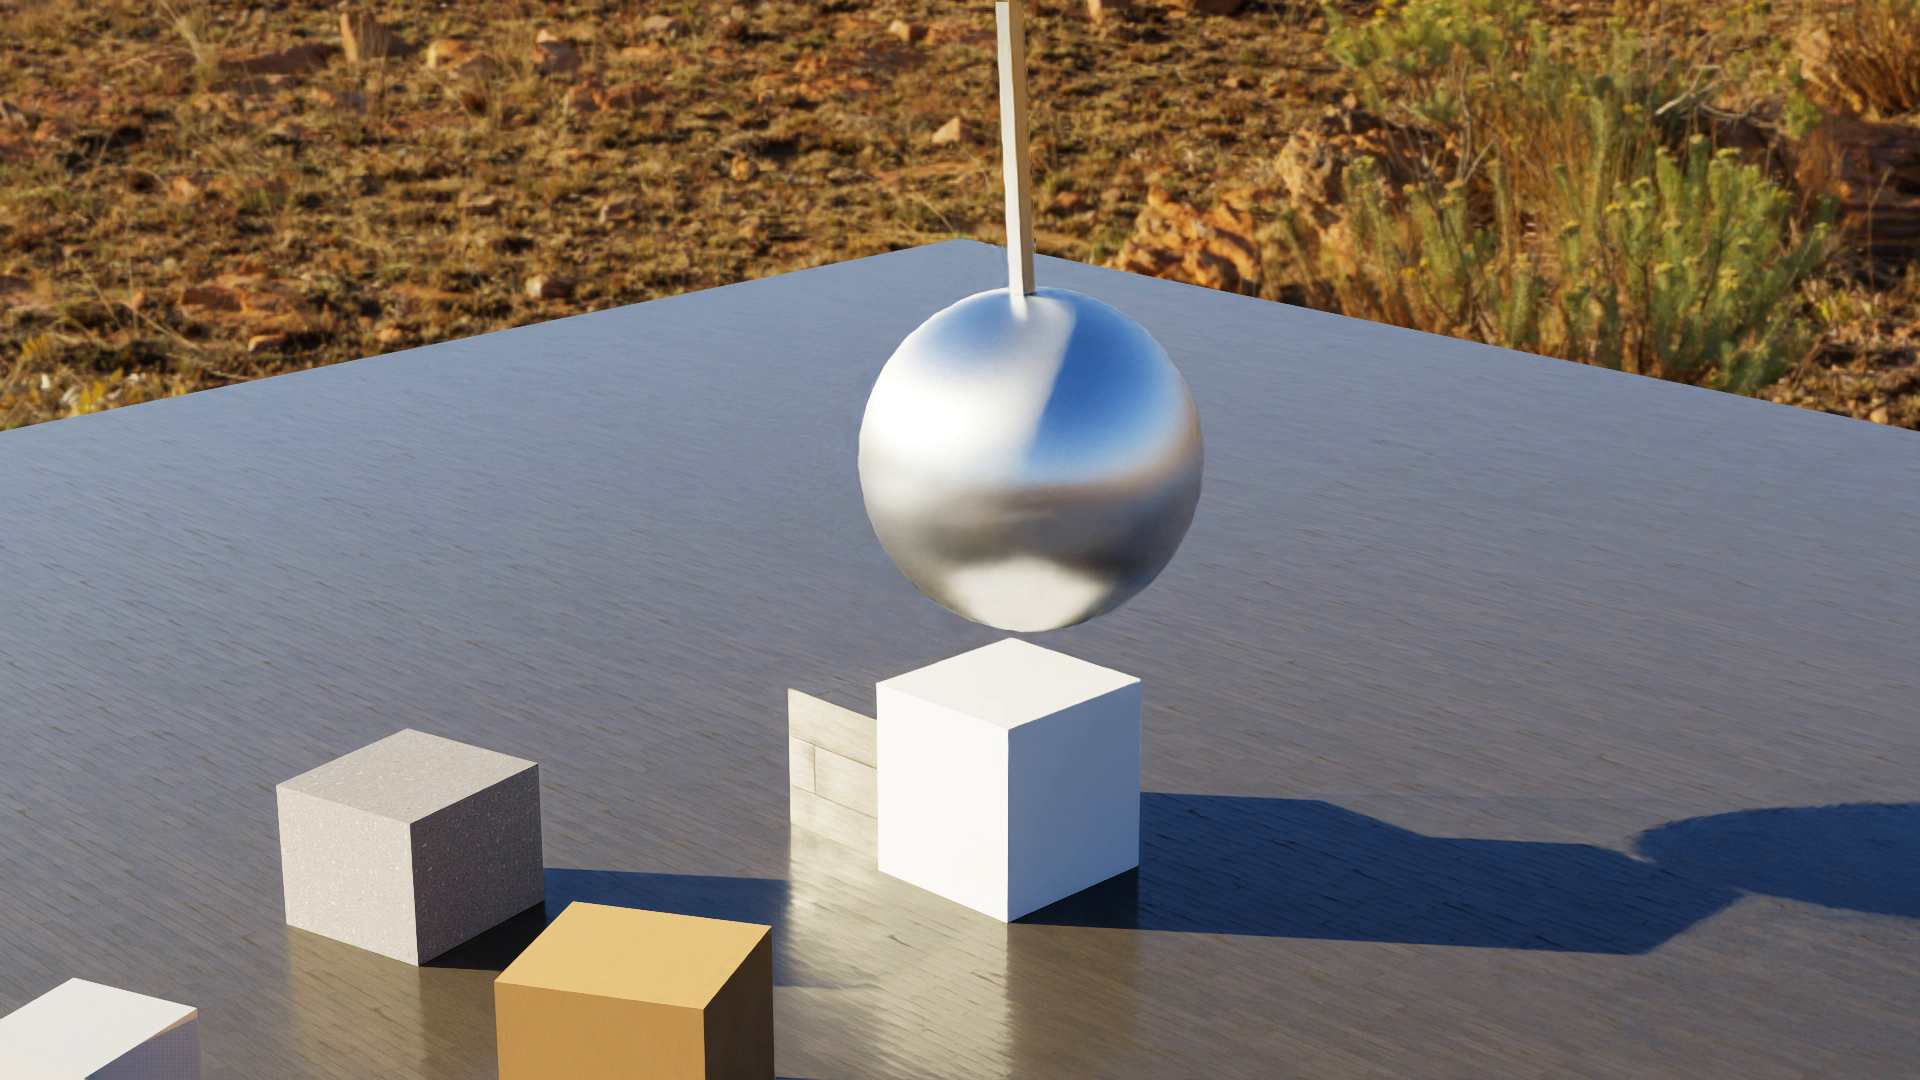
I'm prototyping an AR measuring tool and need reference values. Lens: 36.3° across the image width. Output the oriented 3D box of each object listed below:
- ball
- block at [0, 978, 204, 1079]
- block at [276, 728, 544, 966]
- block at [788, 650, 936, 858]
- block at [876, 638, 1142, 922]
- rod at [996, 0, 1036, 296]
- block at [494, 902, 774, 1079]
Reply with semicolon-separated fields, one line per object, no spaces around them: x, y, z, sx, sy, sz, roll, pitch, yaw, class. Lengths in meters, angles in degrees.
0.327;-0.377;13.566;1.600;1.600;1.600;0;17;0;ball
-3.181;2.066;10.679;0.581;0.654;0.598;8;19;24;block
-2.422;1.343;12.974;0.785;0.659;0.818;11;21;31;block
-0.305;1.019;13.957;0.741;0.686;0.687;-17;24;-42;block
0.225;1.076;13.395;0.819;0.915;0.879;16;24;42;block
0.142;-3.555;12.373;0.080;5.200;0.080;17;28;42;rod
-1.220;1.893;11.132;0.822;0.712;0.734;5;18;15;block
